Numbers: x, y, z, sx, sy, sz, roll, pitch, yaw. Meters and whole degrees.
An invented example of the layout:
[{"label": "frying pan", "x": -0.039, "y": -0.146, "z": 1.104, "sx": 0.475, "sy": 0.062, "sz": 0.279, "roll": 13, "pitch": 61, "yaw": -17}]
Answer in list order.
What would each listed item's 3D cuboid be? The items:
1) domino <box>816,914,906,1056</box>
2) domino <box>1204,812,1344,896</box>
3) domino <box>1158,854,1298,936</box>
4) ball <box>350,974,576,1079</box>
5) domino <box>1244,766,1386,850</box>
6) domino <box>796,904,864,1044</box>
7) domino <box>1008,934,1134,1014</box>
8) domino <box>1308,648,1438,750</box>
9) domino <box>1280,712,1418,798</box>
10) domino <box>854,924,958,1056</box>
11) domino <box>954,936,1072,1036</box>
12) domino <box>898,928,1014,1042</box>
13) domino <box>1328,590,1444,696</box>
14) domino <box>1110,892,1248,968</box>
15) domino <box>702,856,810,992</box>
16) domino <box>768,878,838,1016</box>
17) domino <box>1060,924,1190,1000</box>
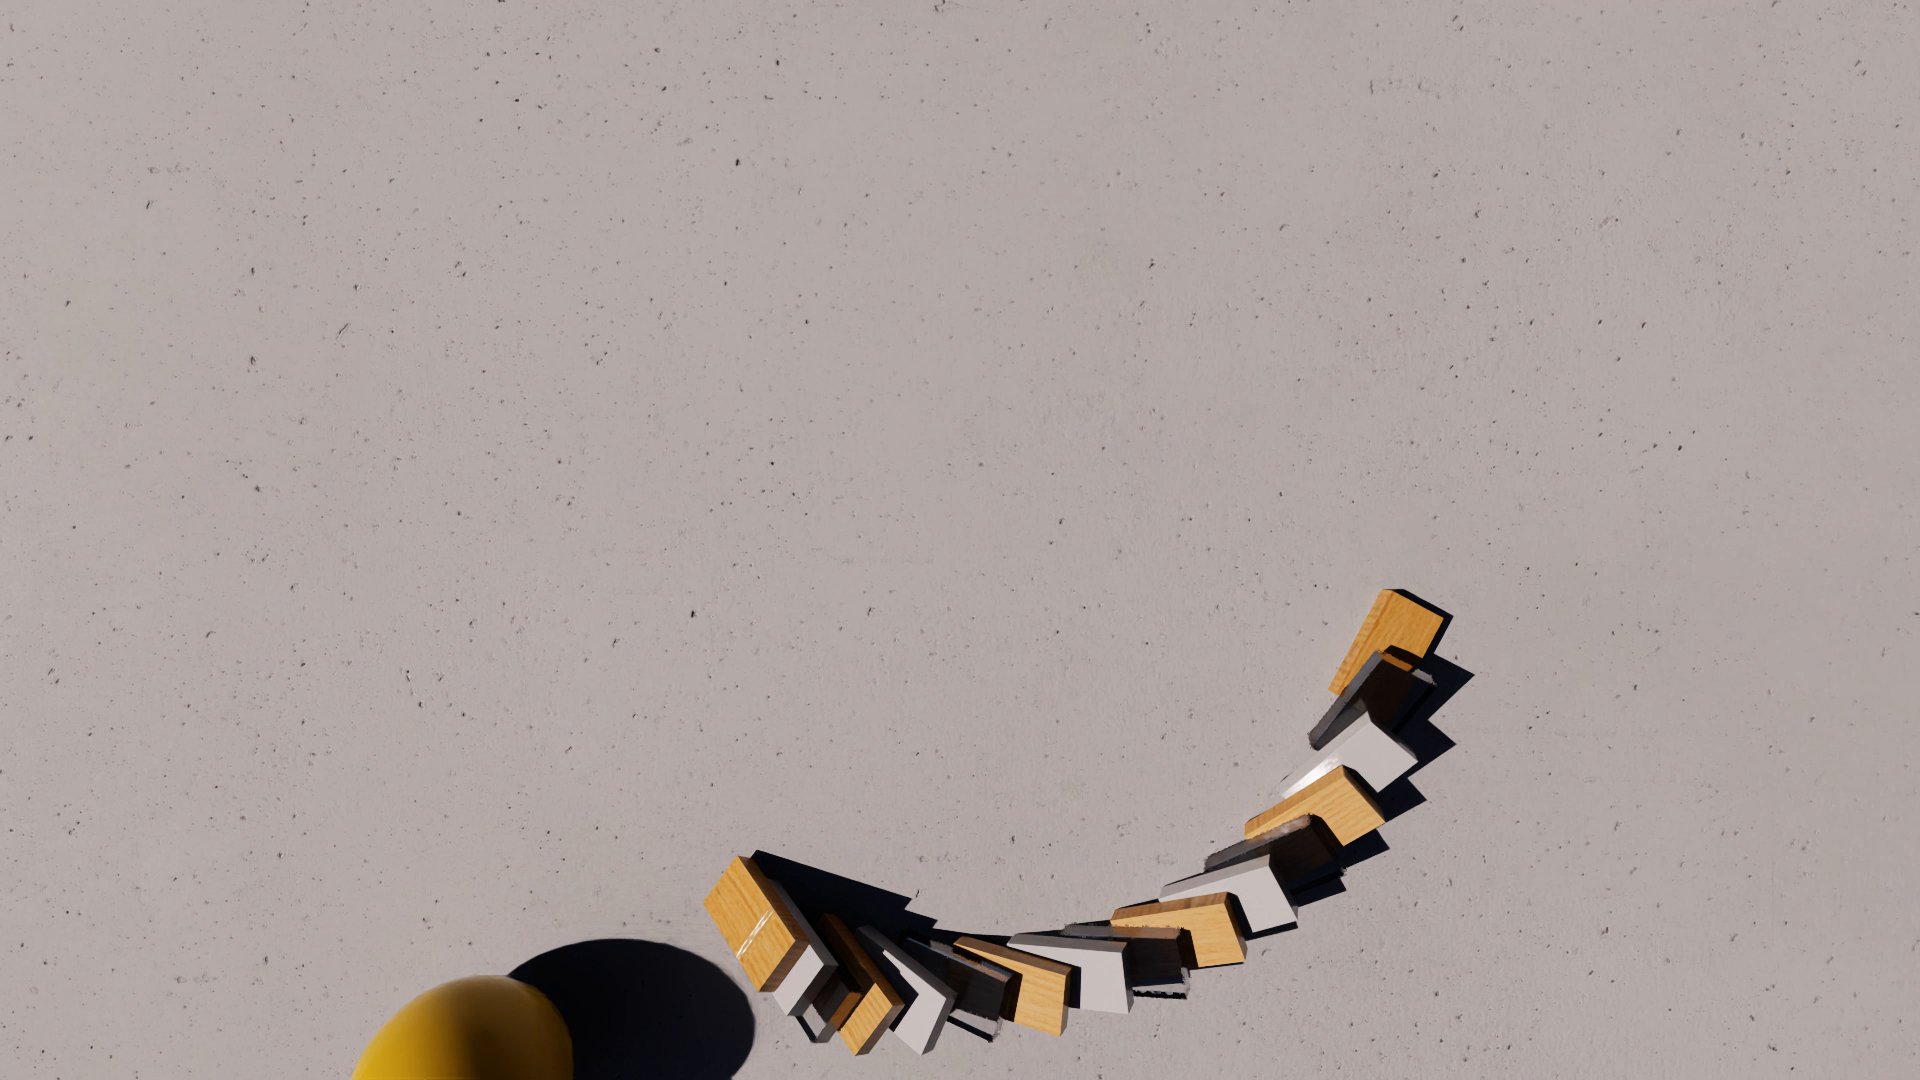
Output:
[{"label": "domino", "x": -0.048, "y": 0.184, "z": 0.381, "sx": 0.050, "sy": 0.009, "sz": 0.025, "roll": 37, "pitch": 91, "yaw": 37}, {"label": "domino", "x": 0.131, "y": 0.137, "z": 0.385, "sx": 0.050, "sy": 0.009, "sz": 0.025, "roll": -35, "pitch": 90, "yaw": 24}, {"label": "domino", "x": 0.112, "y": 0.153, "z": 0.385, "sx": 0.050, "sy": 0.010, "sz": 0.025, "roll": -28, "pitch": 90, "yaw": 24}, {"label": "ball", "x": -0.195, "y": 0.215, "z": 0.360, "sx": 0.080, "sy": 0.080, "sz": 0.080, "roll": 0, "pitch": 90, "yaw": 0}, {"label": "domino", "x": 0.148, "y": 0.119, "z": 0.386, "sx": 0.050, "sy": 0.009, "sz": 0.025, "roll": -42, "pitch": 90, "yaw": 24}, {"label": "domino", "x": -0.064, "y": 0.179, "z": 0.380, "sx": 0.050, "sy": 0.010, "sz": 0.025, "roll": 36, "pitch": 90, "yaw": 40}, {"label": "domino", "x": 0.046, "y": 0.182, "z": 0.385, "sx": 0.050, "sy": 0.009, "sz": 0.025, "roll": -7, "pitch": 90, "yaw": 25}, {"label": "domino", "x": 0.173, "y": 0.073, "z": 0.386, "sx": 0.025, "sy": 0.010, "sz": 0.050, "roll": 27, "pitch": 114, "yaw": 0}, {"label": "domino", "x": 0.163, "y": 0.098, "z": 0.386, "sx": 0.025, "sy": 0.010, "sz": 0.050, "roll": 40, "pitch": 113, "yaw": 0}, {"label": "domino", "x": -0.027, "y": 0.187, "z": 0.383, "sx": 0.050, "sy": 0.009, "sz": 0.025, "roll": 24, "pitch": 90, "yaw": 33}, {"label": "domino", "x": 0.021, "y": 0.187, "z": 0.385, "sx": 0.050, "sy": 0.009, "sz": 0.025, "roll": 5, "pitch": 90, "yaw": 24}, {"label": "domino", "x": -0.005, "y": 0.187, "z": 0.386, "sx": 0.050, "sy": 0.009, "sz": 0.025, "roll": 13, "pitch": 90, "yaw": 24}, {"label": "domino", "x": 0.183, "y": 0.049, "z": 0.395, "sx": 0.025, "sy": 0.010, "sz": 0.050, "roll": 28, "pitch": 90, "yaw": 0}, {"label": "domino", "x": 0.092, "y": 0.166, "z": 0.385, "sx": 0.050, "sy": 0.009, "sz": 0.025, "roll": -20, "pitch": 90, "yaw": 25}, {"label": "domino", "x": -0.085, "y": 0.158, "z": 0.380, "sx": 0.050, "sy": 0.009, "sz": 0.025, "roll": 36, "pitch": 90, "yaw": 40}, {"label": "domino", "x": -0.074, "y": 0.168, "z": 0.380, "sx": 0.050, "sy": 0.009, "sz": 0.025, "roll": 36, "pitch": 90, "yaw": 40}, {"label": "domino", "x": 0.069, "y": 0.177, "z": 0.385, "sx": 0.050, "sy": 0.010, "sz": 0.025, "roll": -9, "pitch": 90, "yaw": 25}]
